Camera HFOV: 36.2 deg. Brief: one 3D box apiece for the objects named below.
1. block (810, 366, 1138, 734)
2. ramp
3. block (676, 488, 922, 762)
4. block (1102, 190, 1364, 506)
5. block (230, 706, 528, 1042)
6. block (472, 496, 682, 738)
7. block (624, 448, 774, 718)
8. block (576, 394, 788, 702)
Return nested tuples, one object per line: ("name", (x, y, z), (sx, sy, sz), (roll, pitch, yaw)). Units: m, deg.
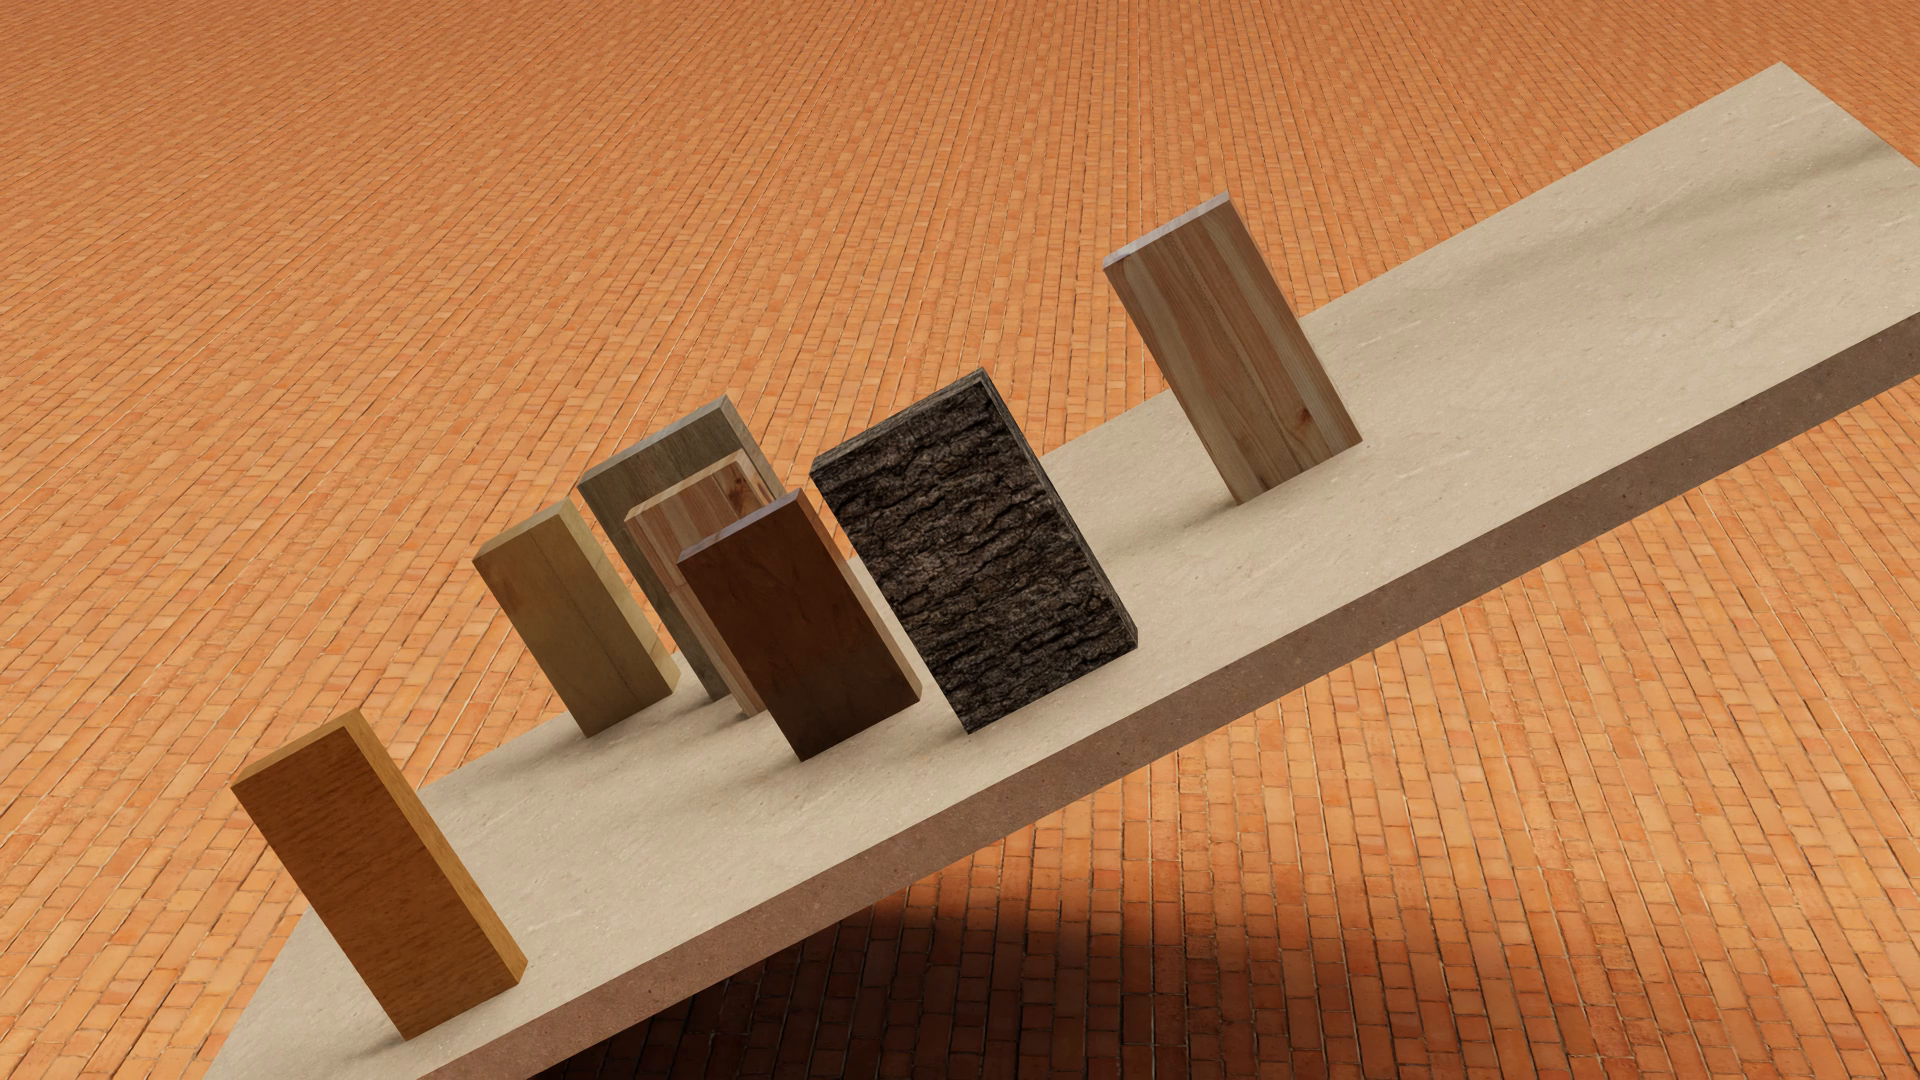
("block", (0.030, 0.024, 5.580), (0.371, 0.599, 0.103), (-28, 15, 12))
("ramp", (0.142, 0.168, 6.284), (4.000, 0.100, 2.000), (-28, 15, 12))
("block", (-0.324, 0.175, 6.003), (0.284, 0.493, 0.085), (-28, 15, 12))
("block", (0.553, -0.386, 5.960), (0.287, 0.569, 0.099), (-28, 15, 12))
("block", (-1.132, 0.658, 5.756), (0.267, 0.621, 0.098), (-28, 15, 12))
("block", (-0.924, 0.188, 7.112), (0.247, 0.521, 0.137), (-28, 15, 12))
("block", (-0.474, 0.098, 6.494), (0.292, 0.527, 0.093), (-28, 15, 12))
("block", (-0.552, 0.021, 6.760), (0.384, 0.600, 0.115), (-28, 15, 12))
